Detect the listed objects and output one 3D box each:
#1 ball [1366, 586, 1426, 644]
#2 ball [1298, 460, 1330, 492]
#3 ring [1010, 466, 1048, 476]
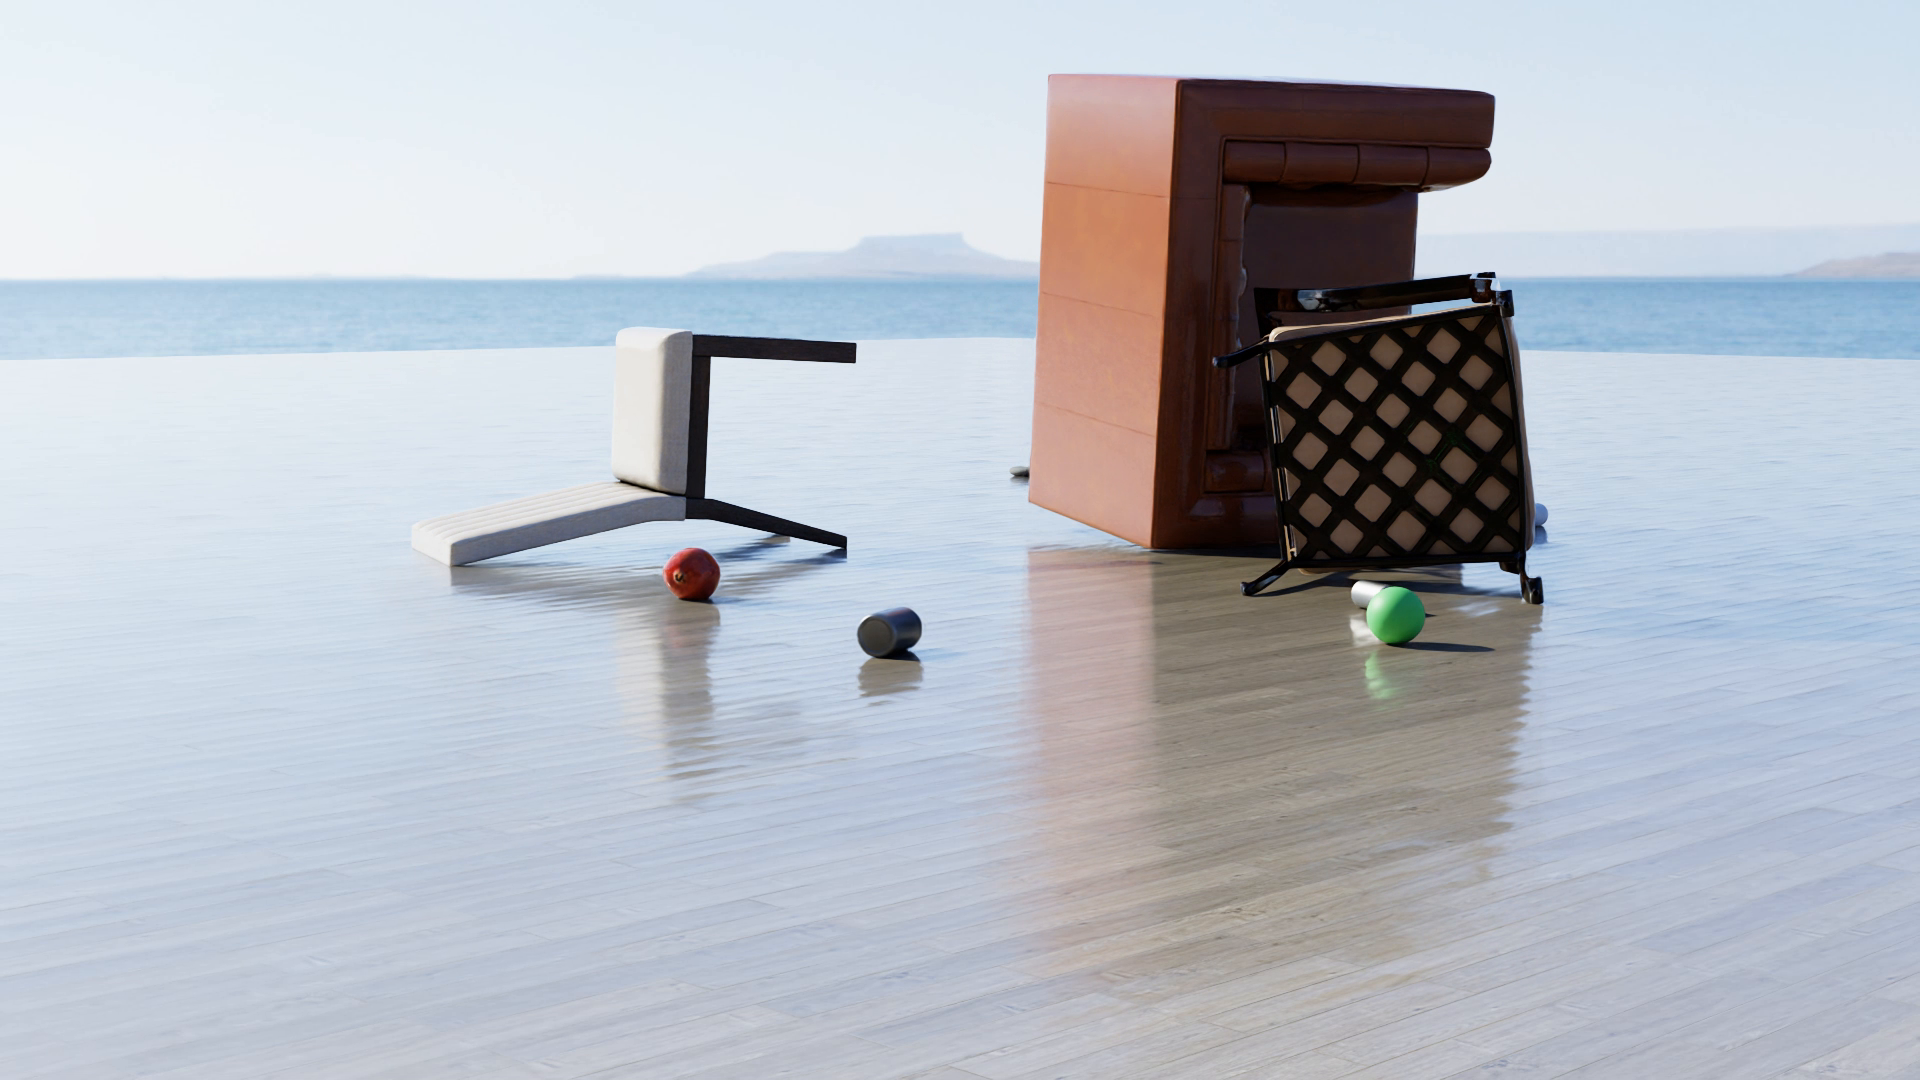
[{"bbox_3d":[0.781,0.135,4.595,0.104,0.104,0.104,0,6,0],"label":"ball"},{"bbox_3d":[1.079,-0.193,7.811,0.097,0.097,0.097,0,6,0],"label":"ball"},{"bbox_3d":[0.227,-0.227,8.477,0.130,0.029,0.102,3,6,17],"label":"ring"}]
